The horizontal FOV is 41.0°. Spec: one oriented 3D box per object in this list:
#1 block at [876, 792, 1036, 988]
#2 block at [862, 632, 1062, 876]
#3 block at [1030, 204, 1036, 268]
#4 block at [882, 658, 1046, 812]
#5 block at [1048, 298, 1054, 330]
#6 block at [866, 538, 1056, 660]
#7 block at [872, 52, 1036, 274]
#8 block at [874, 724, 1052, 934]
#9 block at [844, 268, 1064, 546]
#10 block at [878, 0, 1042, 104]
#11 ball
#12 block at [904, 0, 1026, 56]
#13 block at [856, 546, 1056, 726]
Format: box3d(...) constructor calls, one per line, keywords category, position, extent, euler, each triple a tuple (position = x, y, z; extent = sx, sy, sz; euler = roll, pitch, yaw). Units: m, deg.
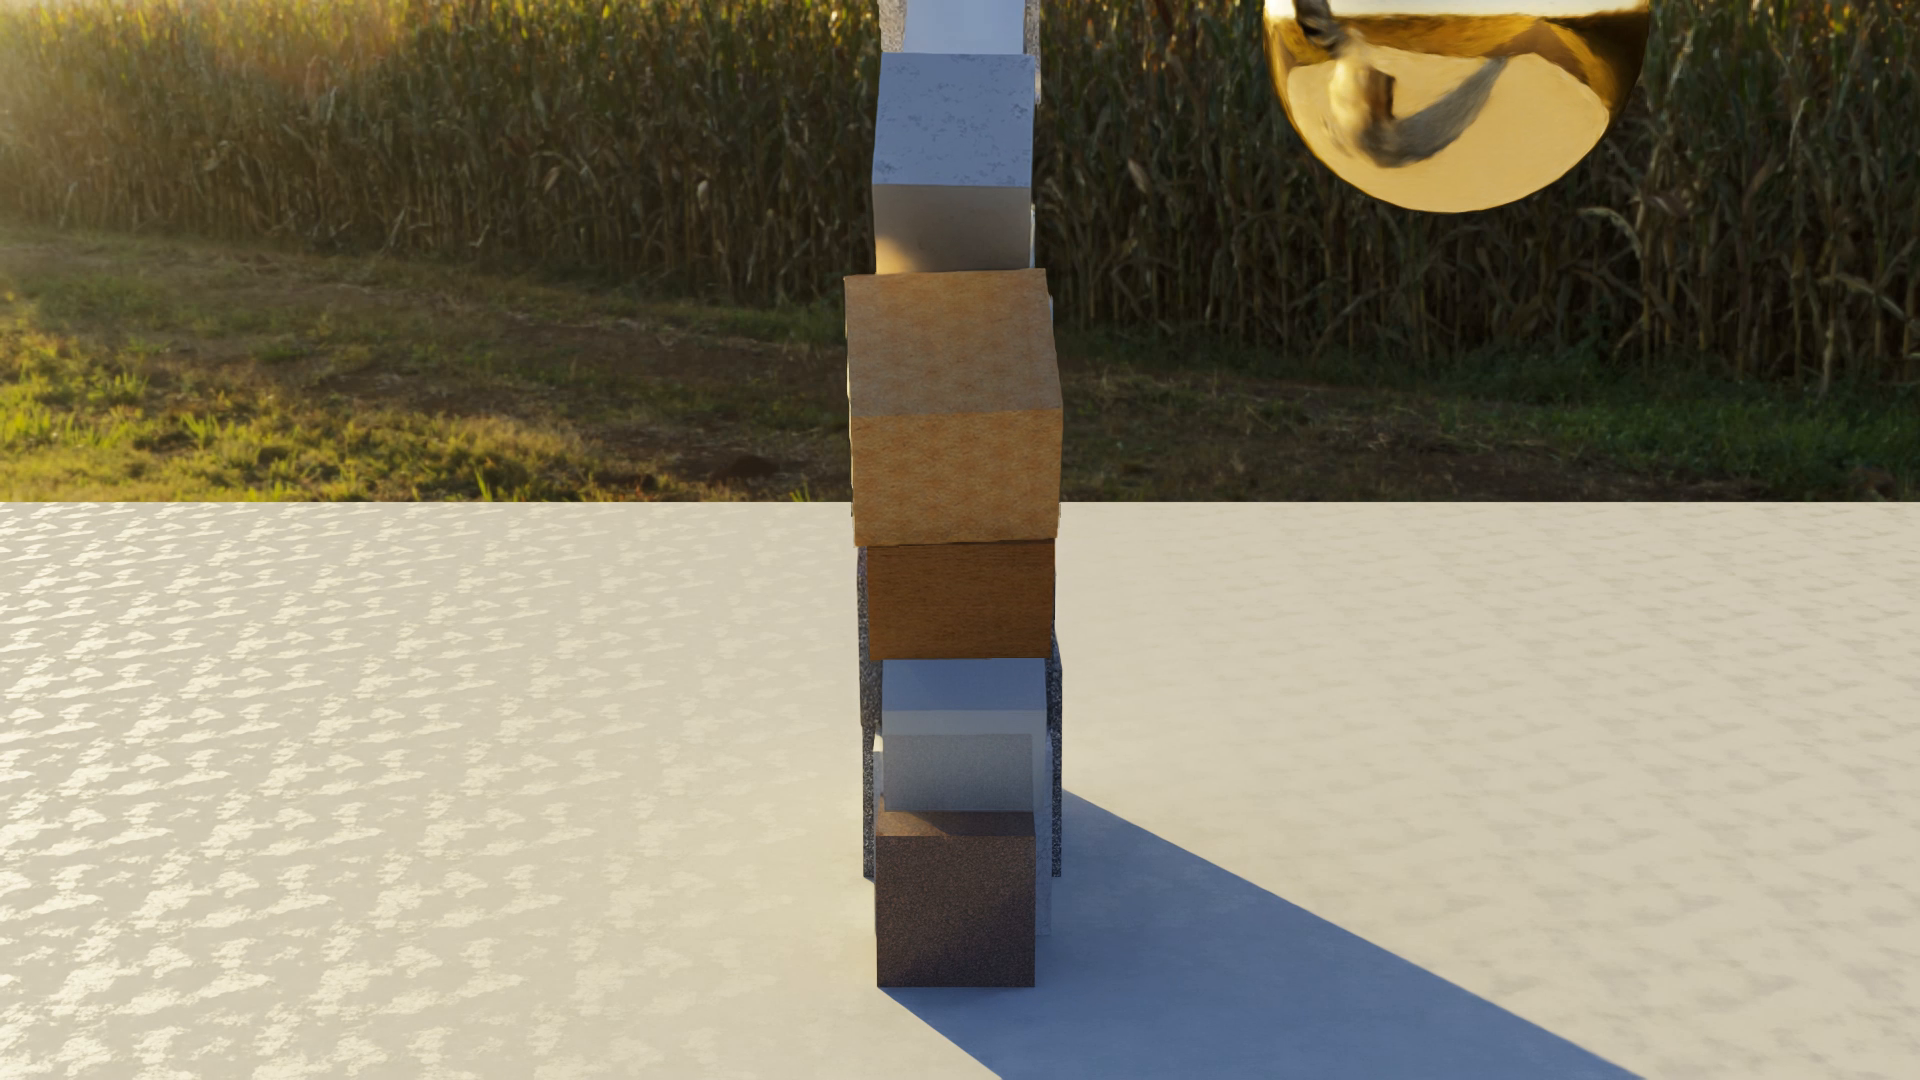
box3d(category="block", position=(-0.016, 1.386, 10.234), extent=(0.617, 0.612, 0.607), euler=(0, 10, 0))
box3d(category="block", position=(0.010, 0.959, 11.666), extent=(0.876, 0.940, 0.790), euler=(0, 10, 0))
box3d(category="block", position=(0.011, -0.949, 10.243), extent=(0.567, 0.561, 0.541), euler=(1, -34, 1))
box3d(category="block", position=(0.014, 0.645, 10.273), extent=(0.633, 0.564, 0.688), euler=(0, 40, 0))
box3d(category="block", position=(0.013, -0.518, 10.719), extent=(0.742, 0.648, 0.780), euler=(1, 45, 1))
box3d(category="block", position=(-0.004, -0.024, 10.087), extent=(0.706, 0.636, 0.754), euler=(-1, 45, -1))
box3d(category="block", position=(-0.014, -1.376, 9.790), extent=(0.582, 0.655, 0.678), euler=(2, -33, 2))
box3d(category="block", position=(0.012, 1.177, 10.904), extent=(0.731, 0.783, 0.766), euler=(0, 10, 0))
box3d(category="block", position=(-0.036, -0.500, 9.639), extent=(0.759, 0.662, 0.783), euler=(-2, 46, -3))
box3d(category="block", position=(0.011, -2.259, 10.593), extent=(0.640, 0.630, 0.676), euler=(0, 52, 3))
box3d(category="ball", position=(2.074, -2.176, 10.785), extent=(1.600, 1.600, 1.600), euler=(0, 10, 0))
box3d(category="block", position=(0.025, -1.803, 10.202), extent=(0.465, 0.474, 0.478), euler=(0, 53, 4))
box3d(category="block", position=(-0.019, 0.220, 11.018), extent=(0.811, 0.770, 0.880), euler=(0, 34, 0))
